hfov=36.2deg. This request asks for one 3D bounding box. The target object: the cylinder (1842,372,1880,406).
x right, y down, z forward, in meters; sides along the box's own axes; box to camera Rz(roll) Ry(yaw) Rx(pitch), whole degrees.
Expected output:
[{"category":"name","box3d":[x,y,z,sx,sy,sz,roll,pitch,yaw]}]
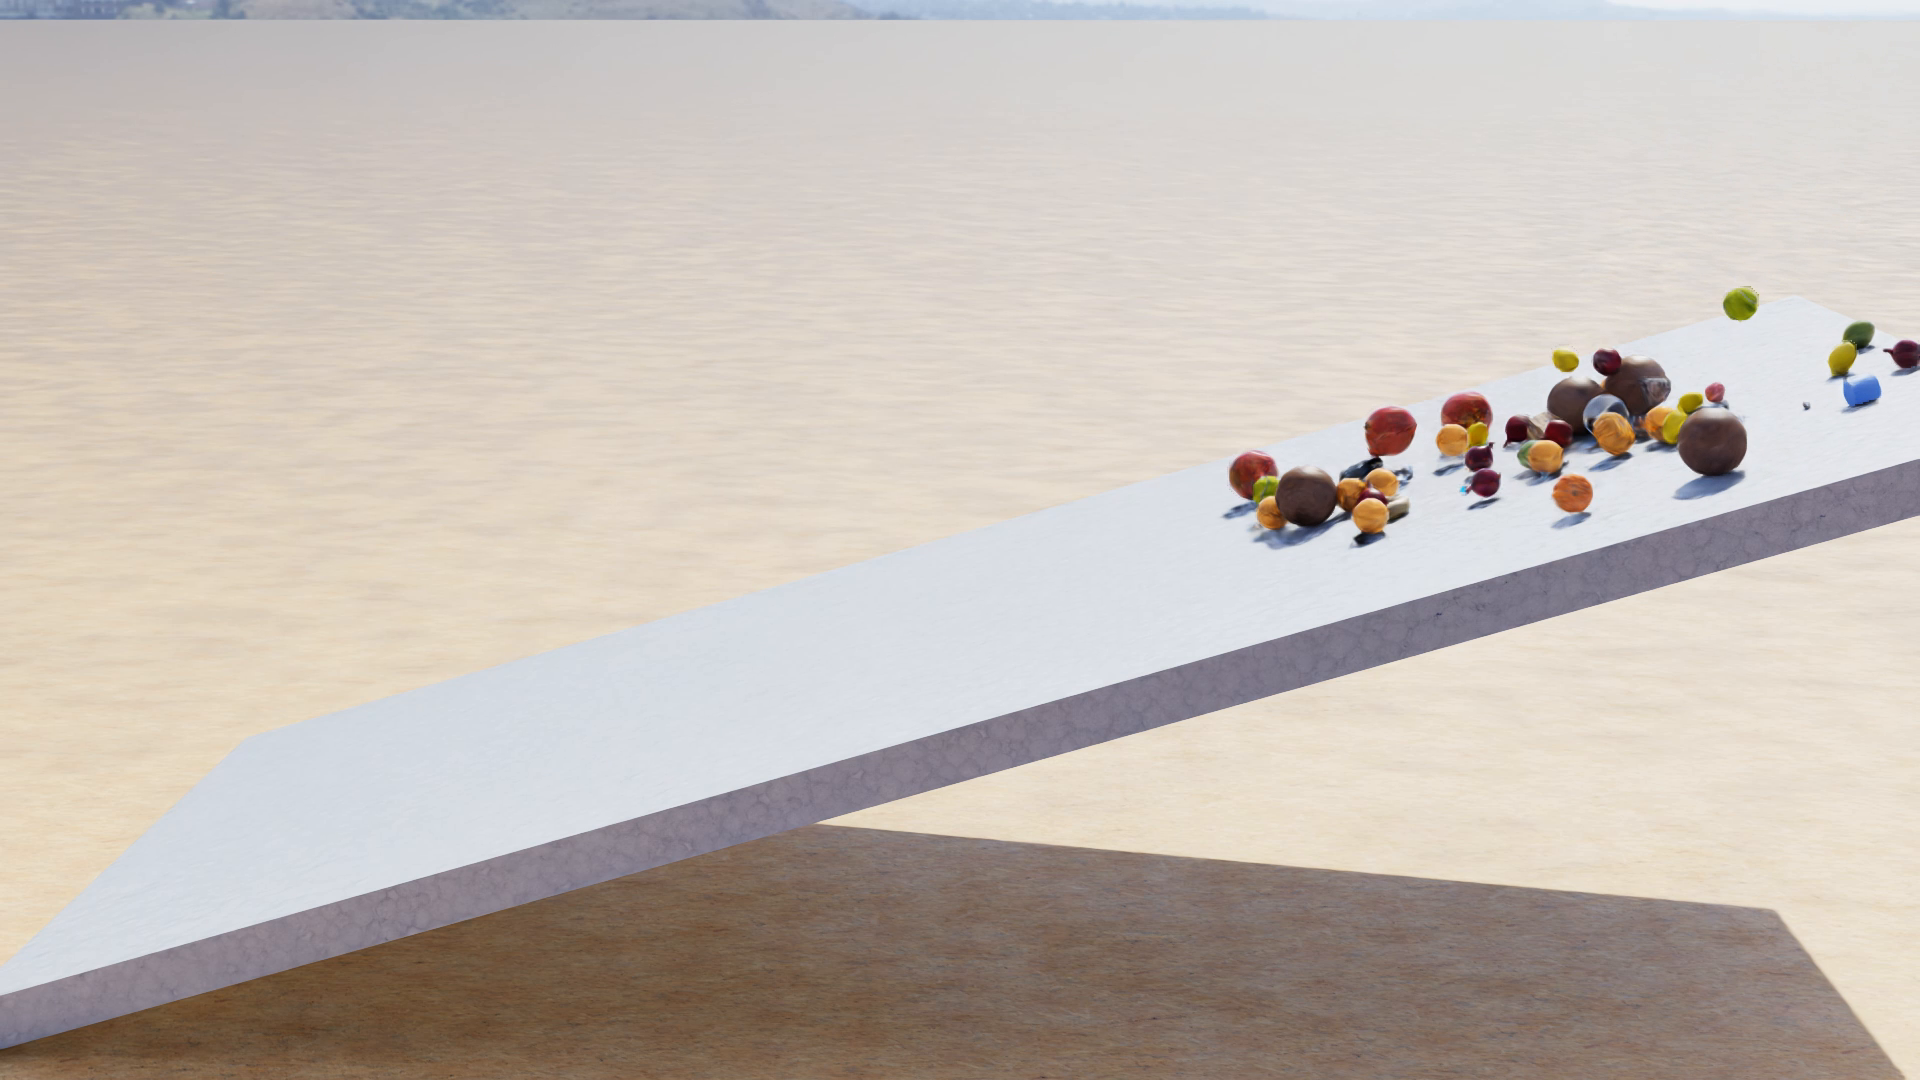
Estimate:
[{"category":"cylinder","box3d":[1.762,-0.294,5.748,0.053,0.053,0.053,-18,13,-6]}]

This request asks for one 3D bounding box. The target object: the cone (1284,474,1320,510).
[{"category":"cone","box3d":[0.748,-0.118,6.334,0.082,0.082,0.082,4,24,21]}]

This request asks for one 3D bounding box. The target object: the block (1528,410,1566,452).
[{"category":"block","box3d":[1.234,-0.229,6.191,0.055,0.055,0.055,-25,43,-20]}]

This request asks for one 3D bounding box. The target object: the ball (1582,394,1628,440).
[{"category":"ball","box3d":[1.343,-0.256,6.118,0.094,0.094,0.094,0,11,0]}]

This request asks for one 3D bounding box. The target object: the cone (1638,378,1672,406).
[{"category":"cone","box3d":[1.421,-0.320,6.072,0.067,0.067,0.067,29,-6,-32]}]

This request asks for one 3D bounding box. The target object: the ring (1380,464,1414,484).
[{"category":"ring","box3d":[0.944,-0.142,6.355,0.076,0.025,0.076,-17,10,3]}]

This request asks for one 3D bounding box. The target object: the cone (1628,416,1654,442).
[{"category":"cone","box3d":[1.389,-0.220,6.042,0.052,0.052,0.052,-43,12,3]}]

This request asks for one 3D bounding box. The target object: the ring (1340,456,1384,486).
[{"category":"ring","box3d":[0.880,-0.151,6.450,0.105,0.035,0.105,-25,3,1]}]

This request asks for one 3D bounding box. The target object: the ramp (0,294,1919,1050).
[{"category":"ramp","box3d":[0.091,0.187,6.320,4.000,0.100,2.000,-16,10,5]}]

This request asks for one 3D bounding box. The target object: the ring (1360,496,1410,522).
[{"category":"ring","box3d":[0.870,-0.063,6.010,0.104,0.035,0.104,-16,11,3]}]
